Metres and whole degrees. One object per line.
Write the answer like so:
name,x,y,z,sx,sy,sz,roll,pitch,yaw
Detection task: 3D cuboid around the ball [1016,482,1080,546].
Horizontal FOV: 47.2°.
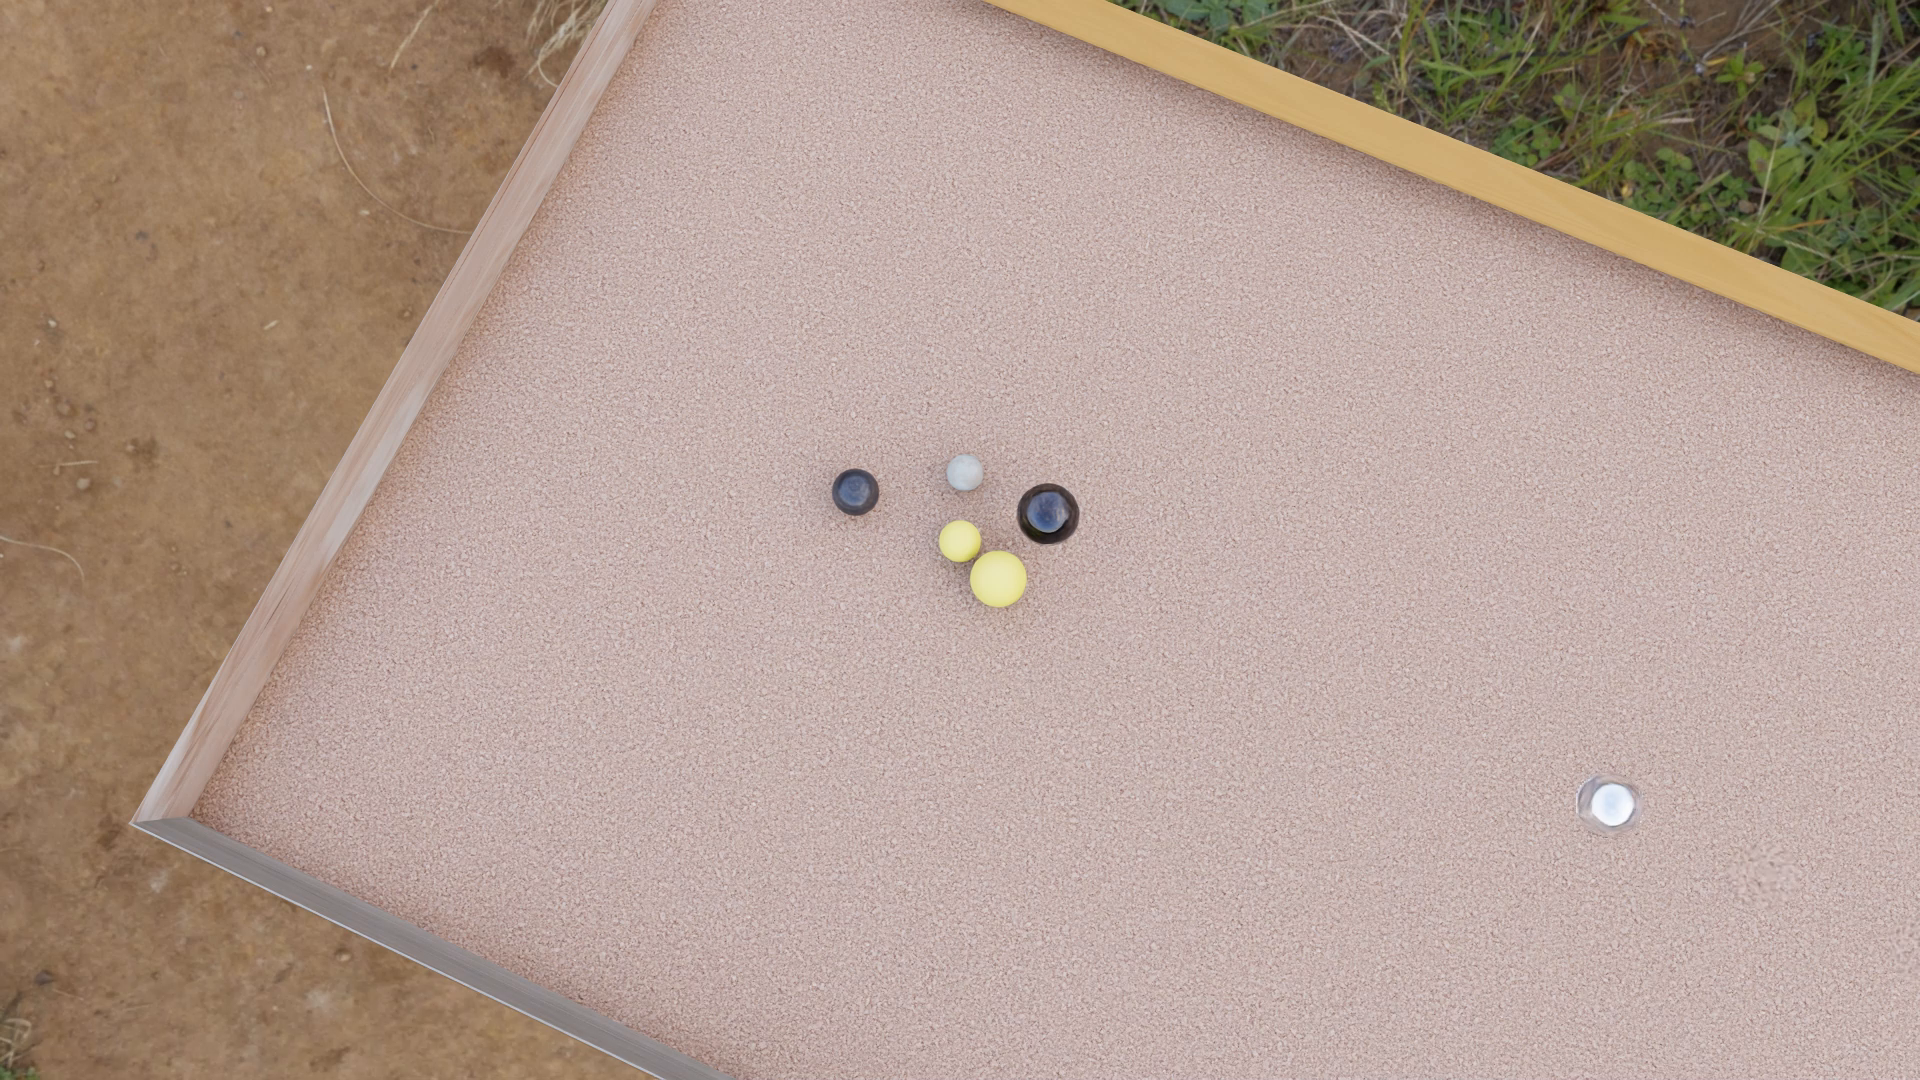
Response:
ball,0.136,-0.039,3.404,0.098,0.098,0.098,0,72,0

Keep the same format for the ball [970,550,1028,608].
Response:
ball,0.059,0.060,3.377,0.088,0.088,0.088,0,72,0

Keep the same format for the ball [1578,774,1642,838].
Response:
ball,0.964,0.394,3.264,0.093,0.093,0.093,0,72,0

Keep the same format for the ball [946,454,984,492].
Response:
ball,0.008,-0.105,3.447,0.059,0.059,0.059,0,72,0

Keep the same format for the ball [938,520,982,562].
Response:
ball,0.000,0.002,3.407,0.066,0.066,0.066,0,72,0

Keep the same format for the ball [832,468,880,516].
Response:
ball,-0.163,-0.075,3.428,0.075,0.075,0.075,0,72,0

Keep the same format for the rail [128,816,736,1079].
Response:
rail,0.444,1.120,3.004,3.594,0.128,0.045,24,73,8

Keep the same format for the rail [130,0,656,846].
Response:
rail,-0.795,-0.354,3.491,0.045,0.128,1.838,24,73,8

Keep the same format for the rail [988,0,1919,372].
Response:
rail,1.190,-0.425,3.515,3.594,0.128,0.045,24,73,8
